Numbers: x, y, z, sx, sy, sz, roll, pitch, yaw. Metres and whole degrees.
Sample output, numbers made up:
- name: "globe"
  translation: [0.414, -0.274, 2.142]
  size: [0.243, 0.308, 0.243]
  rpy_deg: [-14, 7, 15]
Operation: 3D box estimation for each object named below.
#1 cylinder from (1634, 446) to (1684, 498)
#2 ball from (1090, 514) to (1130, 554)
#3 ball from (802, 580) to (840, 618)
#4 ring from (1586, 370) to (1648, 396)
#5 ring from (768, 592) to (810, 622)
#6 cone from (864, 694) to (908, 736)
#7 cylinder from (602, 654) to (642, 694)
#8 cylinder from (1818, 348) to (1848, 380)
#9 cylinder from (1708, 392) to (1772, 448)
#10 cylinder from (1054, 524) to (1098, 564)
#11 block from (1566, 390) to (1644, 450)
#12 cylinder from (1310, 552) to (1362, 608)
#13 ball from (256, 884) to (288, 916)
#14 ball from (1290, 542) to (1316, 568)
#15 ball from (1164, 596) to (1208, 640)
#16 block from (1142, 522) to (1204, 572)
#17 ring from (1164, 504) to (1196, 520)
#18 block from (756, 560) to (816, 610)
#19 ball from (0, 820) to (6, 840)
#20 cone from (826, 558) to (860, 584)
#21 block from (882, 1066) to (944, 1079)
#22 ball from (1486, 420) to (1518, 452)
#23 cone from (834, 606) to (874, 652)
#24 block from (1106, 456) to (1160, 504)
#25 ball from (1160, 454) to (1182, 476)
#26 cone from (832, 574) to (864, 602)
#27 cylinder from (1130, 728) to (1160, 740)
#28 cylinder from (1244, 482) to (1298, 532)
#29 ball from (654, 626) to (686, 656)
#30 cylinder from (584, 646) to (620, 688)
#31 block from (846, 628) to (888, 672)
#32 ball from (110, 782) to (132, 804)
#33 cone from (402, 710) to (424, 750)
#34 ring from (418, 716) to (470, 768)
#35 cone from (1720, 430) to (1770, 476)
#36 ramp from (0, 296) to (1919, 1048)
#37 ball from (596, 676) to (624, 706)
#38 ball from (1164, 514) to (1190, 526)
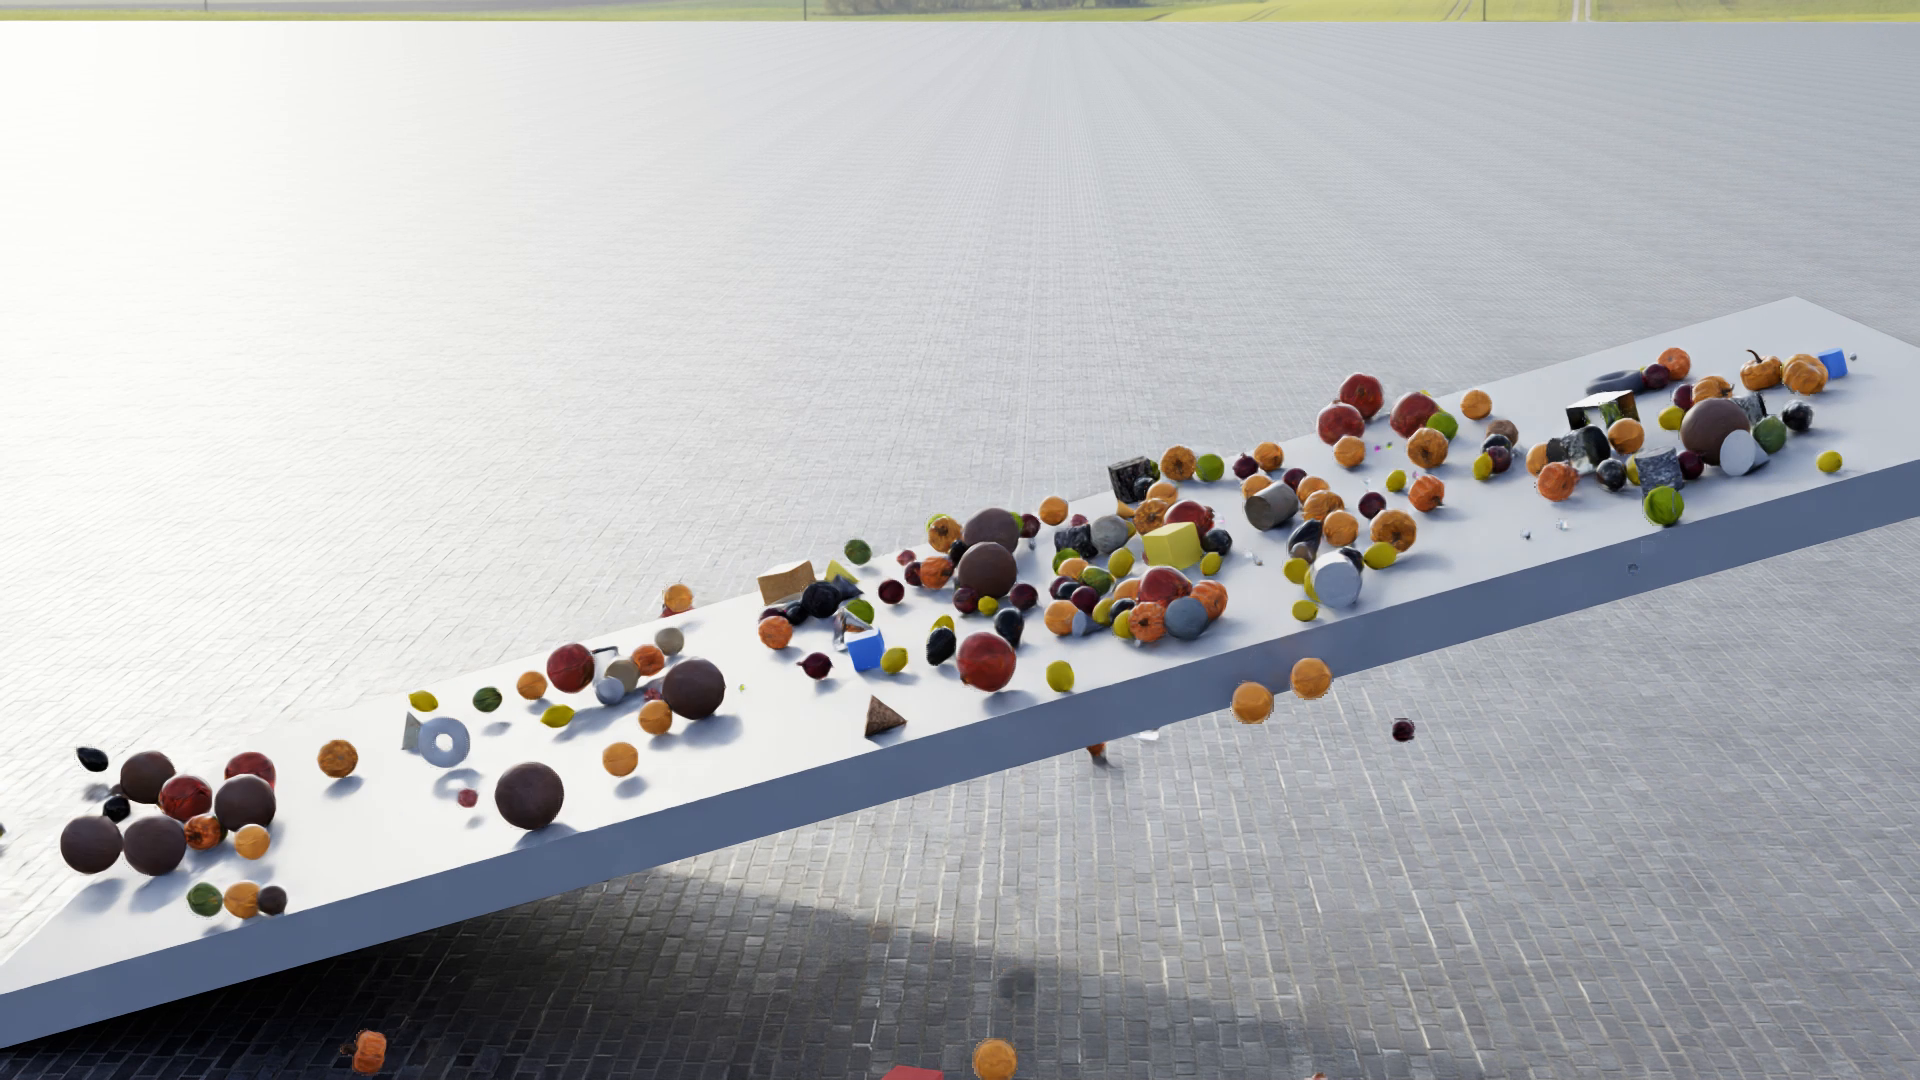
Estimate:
- name: "cylinder"
  translation: [1.311, -0.128, 5.513]
  size: [0.078, 0.078, 0.078]
  rpy_deg: [-16, 10, 3]
- name: "ball"
  translation: [0.330, -0.015, 6.490]
  size: [0.088, 0.088, 0.088]
  rpy_deg: [0, 11, 0]
- name: "ball"
  translation: [-0.318, 0.136, 6.732]
  size: [0.087, 0.087, 0.087]
  rpy_deg: [0, 11, 0]
- name: "ring"
  translation: [1.464, -0.344, 6.553]
  size: [0.139, 0.046, 0.139]
  rpy_deg: [-15, 10, 3]
- name: "ring"
  translation: [-0.385, 0.156, 6.863]
  size: [0.131, 0.044, 0.131]
  rpy_deg: [-16, 11, 3]
- name: "cone"
  translation: [-0.133, 0.333, 5.481]
  size: [0.079, 0.079, 0.079]
  rpy_deg: [10, 10, -4]
- name: "cylinder"
  translation: [-0.752, 0.299, 6.547]
  size: [0.076, 0.076, 0.076]
  rpy_deg: [1, -15, 8]
- name: "cylinder"
  translation: [1.804, -0.365, 6.082]
  size: [0.052, 0.052, 0.052]
  rpy_deg: [-16, 10, 3]
- name: "cylinder"
  translation: [1.511, -0.231, 5.699]
  size: [0.094, 0.094, 0.094]
  rpy_deg: [-15, 9, 8]
- name: "cylinder"
  translation: [0.258, 0.008, 6.520]
  size: [0.074, 0.074, 0.074]
  rpy_deg: [-15, 5, 20]
- name: "block"
  translation: [1.329, -0.244, 6.064]
  size: [0.098, 0.098, 0.098]
  rpy_deg: [-23, 12, -33]
- name: "cylinder"
  translation: [0.690, 0.073, 5.400]
  size: [0.087, 0.087, 0.087]
  rpy_deg: [0, 11, 2]
- name: "ball"
  translation: [-1.278, 0.668, 5.464]
  size: [0.058, 0.058, 0.058]
  rpy_deg: [0, 11, 0]
- name: "ball"
  translation: [0.675, 0.029, 5.782]
  size: [0.050, 0.050, 0.050]
  rpy_deg: [0, 11, 0]
- name: "ball"
  translation: [0.420, 0.146, 5.461]
  size: [0.082, 0.082, 0.082]
  rpy_deg: [0, 11, 0]
- name: "block"
  translation: [0.445, 0.016, 6.146]
  size: [0.081, 0.081, 0.081]
  rpy_deg: [-23, 12, -34]
- name: "ring"
  translation: [0.497, -0.060, 6.648]
  size: [0.077, 0.026, 0.077]
  rpy_deg: [-15, 10, 3]
- name: "block"
  translation: [-0.406, 0.112, 6.989]
  size: [0.095, 0.095, 0.095]
  rpy_deg: [-10, 12, 33]
- name: "ball"
  translation: [-2.257, 0.679, 6.862]
  size: [0.060, 0.060, 0.060]
  rpy_deg: [0, 11, 0]
- name: "cone"
  translation: [-0.276, 0.092, 7.059]
  size: [0.079, 0.079, 0.079]
  rpy_deg: [13, 13, 9]
- name: "block"
  translation: [-0.086, 0.985, 5.171]
  size: [0.088, 0.088, 0.088]
  rpy_deg: [4, 12, 21]
- name: "ball"
  translation: [1.165, -0.225, 6.319]
  size: [0.069, 0.069, 0.069]
  rpy_deg: [0, 11, 0]
- name: "cone"
  translation: [-0.213, 0.199, 6.335]
  size: [0.099, 0.099, 0.099]
  rpy_deg: [9, 9, -13]
- name: "block"
  translation: [0.415, -0.143, 7.058]
  size: [0.089, 0.089, 0.089]
  rpy_deg: [-18, 10, -6]
- name: "ball"
  translation: [0.516, -0.183, 7.213]
  size: [0.054, 0.054, 0.054]
  rpy_deg: [0, 11, 0]
- name: "cone"
  translation: [-0.257, 0.119, 6.887]
  size: [0.071, 0.071, 0.071]
  rpy_deg: [8, 8, -18]
- name: "cylinder"
  translation: [0.488, 0.500, 7.787]
  size: [0.057, 0.057, 0.057]
  rpy_deg: [7, 6, -30]
- name: "cylinder"
  translation: [0.663, -0.071, 6.254]
  size: [0.081, 0.081, 0.081]
  rpy_deg: [-28, 26, -37]
- name: "ball"
  translation: [-0.674, 0.234, 6.825]
  size: [0.072, 0.072, 0.072]
  rpy_deg: [0, 11, 0]
- name: "cylinder"
  translation: [-0.804, 0.288, 6.659]
  size: [0.077, 0.077, 0.077]
  rpy_deg: [-14, -11, -3]
- name: "block"
  translation: [-0.191, 0.228, 6.075]
  size: [0.066, 0.066, 0.066]
  rpy_deg: [-16, 10, 5]
- name: "ball"
  translation: [-2.052, 0.619, 7.194]
  size: [0.055, 0.055, 0.055]
  rpy_deg: [0, 11, 0]
- name: "cone"
  translation: [-1.244, 0.424, 6.692]
  size: [0.082, 0.082, 0.082]
  rpy_deg: [-16, 10, 3]
- name: "ring"
  translation: [-1.101, 0.431, 6.282]
  size: [0.116, 0.116, 0.039]
  rpy_deg: [1, 15, 5]
- name: "cone"
  translation: [1.483, -0.156, 5.490]
  size: [0.089, 0.089, 0.089]
  rpy_deg: [9, 5, -31]
- name: "ramp"
  translation: [0.090, 0.187, 6.320]
  size: [4.000, 0.100, 2.000]
  rpy_deg: [-16, 10, 5]
- name: "ball"
  translation: [-0.768, 0.333, 6.457]
  size: [0.065, 0.065, 0.065]
  rpy_deg: [0, 11, 0]
- name: "ball"
  translation: [0.471, -0.023, 6.365]
  size: [0.066, 0.066, 0.066]
  rpy_deg: [0, 11, 0]
